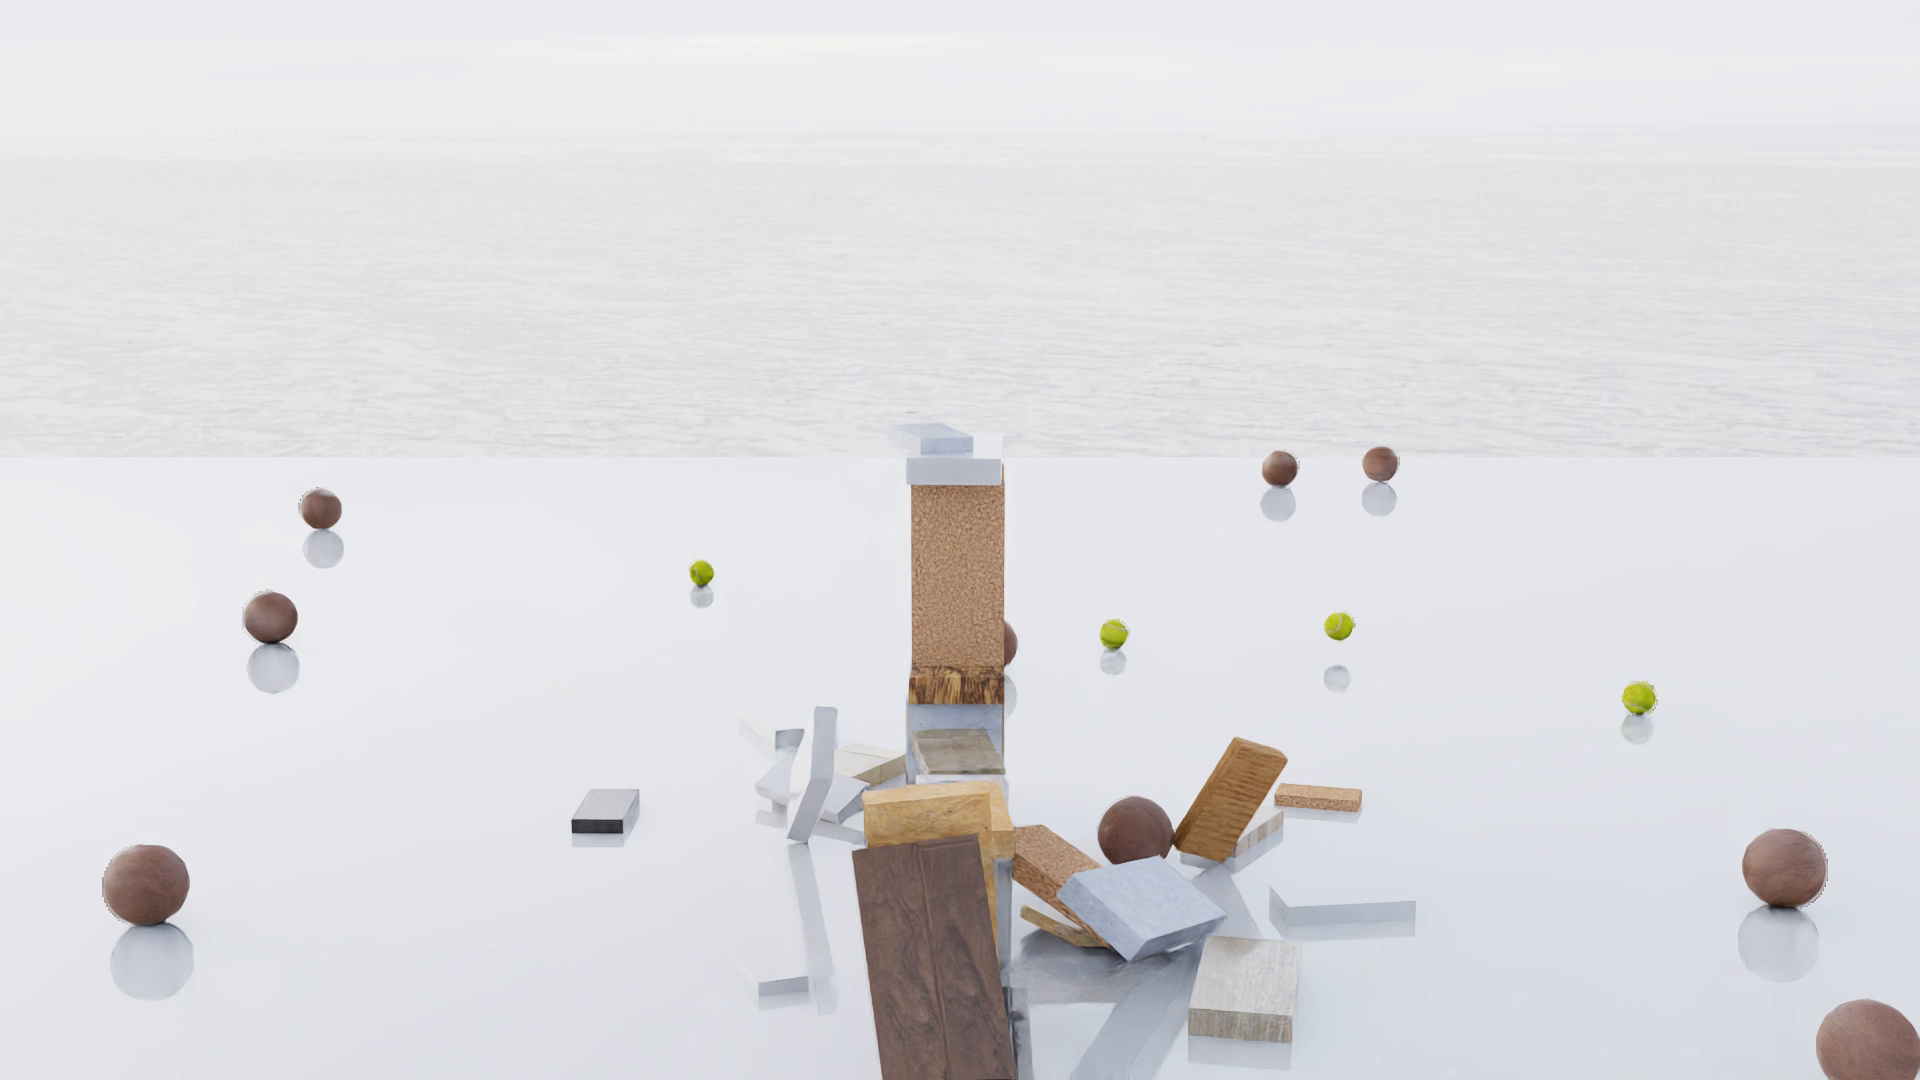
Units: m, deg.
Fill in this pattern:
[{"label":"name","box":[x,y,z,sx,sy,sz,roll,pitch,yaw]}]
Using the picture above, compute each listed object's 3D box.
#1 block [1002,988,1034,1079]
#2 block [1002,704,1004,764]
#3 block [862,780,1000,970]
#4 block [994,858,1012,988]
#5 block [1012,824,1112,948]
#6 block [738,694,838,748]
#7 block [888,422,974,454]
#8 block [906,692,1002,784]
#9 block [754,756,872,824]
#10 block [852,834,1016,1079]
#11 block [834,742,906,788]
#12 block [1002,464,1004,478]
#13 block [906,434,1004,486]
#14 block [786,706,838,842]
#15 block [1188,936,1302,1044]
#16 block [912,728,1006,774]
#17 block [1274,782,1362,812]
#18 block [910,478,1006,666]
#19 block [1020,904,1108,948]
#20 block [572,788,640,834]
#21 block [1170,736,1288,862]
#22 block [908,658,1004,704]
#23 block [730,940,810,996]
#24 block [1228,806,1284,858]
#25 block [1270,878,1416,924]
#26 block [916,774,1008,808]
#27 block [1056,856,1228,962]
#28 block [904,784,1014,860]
[{"label":"block","box":[0.012,0.693,2.985,0.167,0.047,0.334,0,11,0]},{"label":"block","box":[-0.001,0.380,3.931,0.159,0.318,0.045,0,11,0]},{"label":"block","box":[-0.037,0.497,2.974,0.167,0.334,0.047,-5,15,-6]},{"label":"block","box":[0.003,0.550,3.140,0.140,0.280,0.040,0,35,0]},{"label":"block","box":[0.181,0.546,3.495,0.289,0.041,0.144,31,19,36]},{"label":"block","box":[-0.367,0.384,4.674,0.137,0.039,0.274,-4,11,-21]},{"label":"block","box":[-0.051,-0.174,3.763,0.094,0.027,0.187,-3,11,-18]},{"label":"block","box":[-0.011,0.417,3.730,0.159,0.318,0.045,-1,11,-4]},{"label":"block","box":[-0.276,0.467,4.119,0.215,0.027,0.094,13,41,38]},{"label":"block","box":[-0.036,0.557,2.839,0.167,0.334,0.047,-7,-21,-6]},{"label":"block","box":[-0.230,0.455,4.290,0.137,0.039,0.274,6,12,31]},{"label":"block","box":[-0.001,0.017,3.909,0.157,0.313,0.044,0,11,0]},{"label":"block","box":[-0.006,-0.141,3.780,0.157,0.044,0.313,0,10,2]},{"label":"block","box":[-0.261,0.411,3.854,0.039,0.137,0.274,8,-31,-10]},{"label":"block","box":[0.420,0.653,3.216,0.144,0.041,0.289,2,11,11]},{"label":"block","box":[-0.004,0.352,3.535,0.121,0.034,0.241,-1,11,-7]},{"label":"block","box":[0.678,0.487,4.162,0.156,0.022,0.078,3,11,16]},{"label":"block","box":[-0.003,0.055,3.705,0.157,0.313,0.044,0,11,0]},{"label":"block","box":[0.173,0.607,3.467,0.078,0.022,0.156,7,5,-37]},{"label":"block","box":[-0.655,0.501,4.073,0.094,0.027,0.187,0,11,1]},{"label":"block","box":[0.462,0.447,3.777,0.107,0.222,0.030,19,20,-32]},{"label":"block","box":[-0.004,0.221,3.795,0.159,0.045,0.318,0,11,0]},{"label":"block","box":[-0.288,0.645,3.314,0.078,0.022,0.156,-4,11,-21]},{"label":"block","box":[0.491,0.520,3.963,0.107,0.030,0.213,6,12,30]},{"label":"block","box":[0.623,0.590,3.588,0.213,0.030,0.107,-1,11,-8]},{"label":"block","box":[0.004,0.501,3.381,0.140,0.280,0.040,0,10,-1]},{"label":"block","box":[0.281,0.554,3.333,0.144,0.041,0.376,40,13,22]},{"label":"block","box":[-0.004,0.398,3.126,0.140,0.040,0.280,0,7,-3]}]
